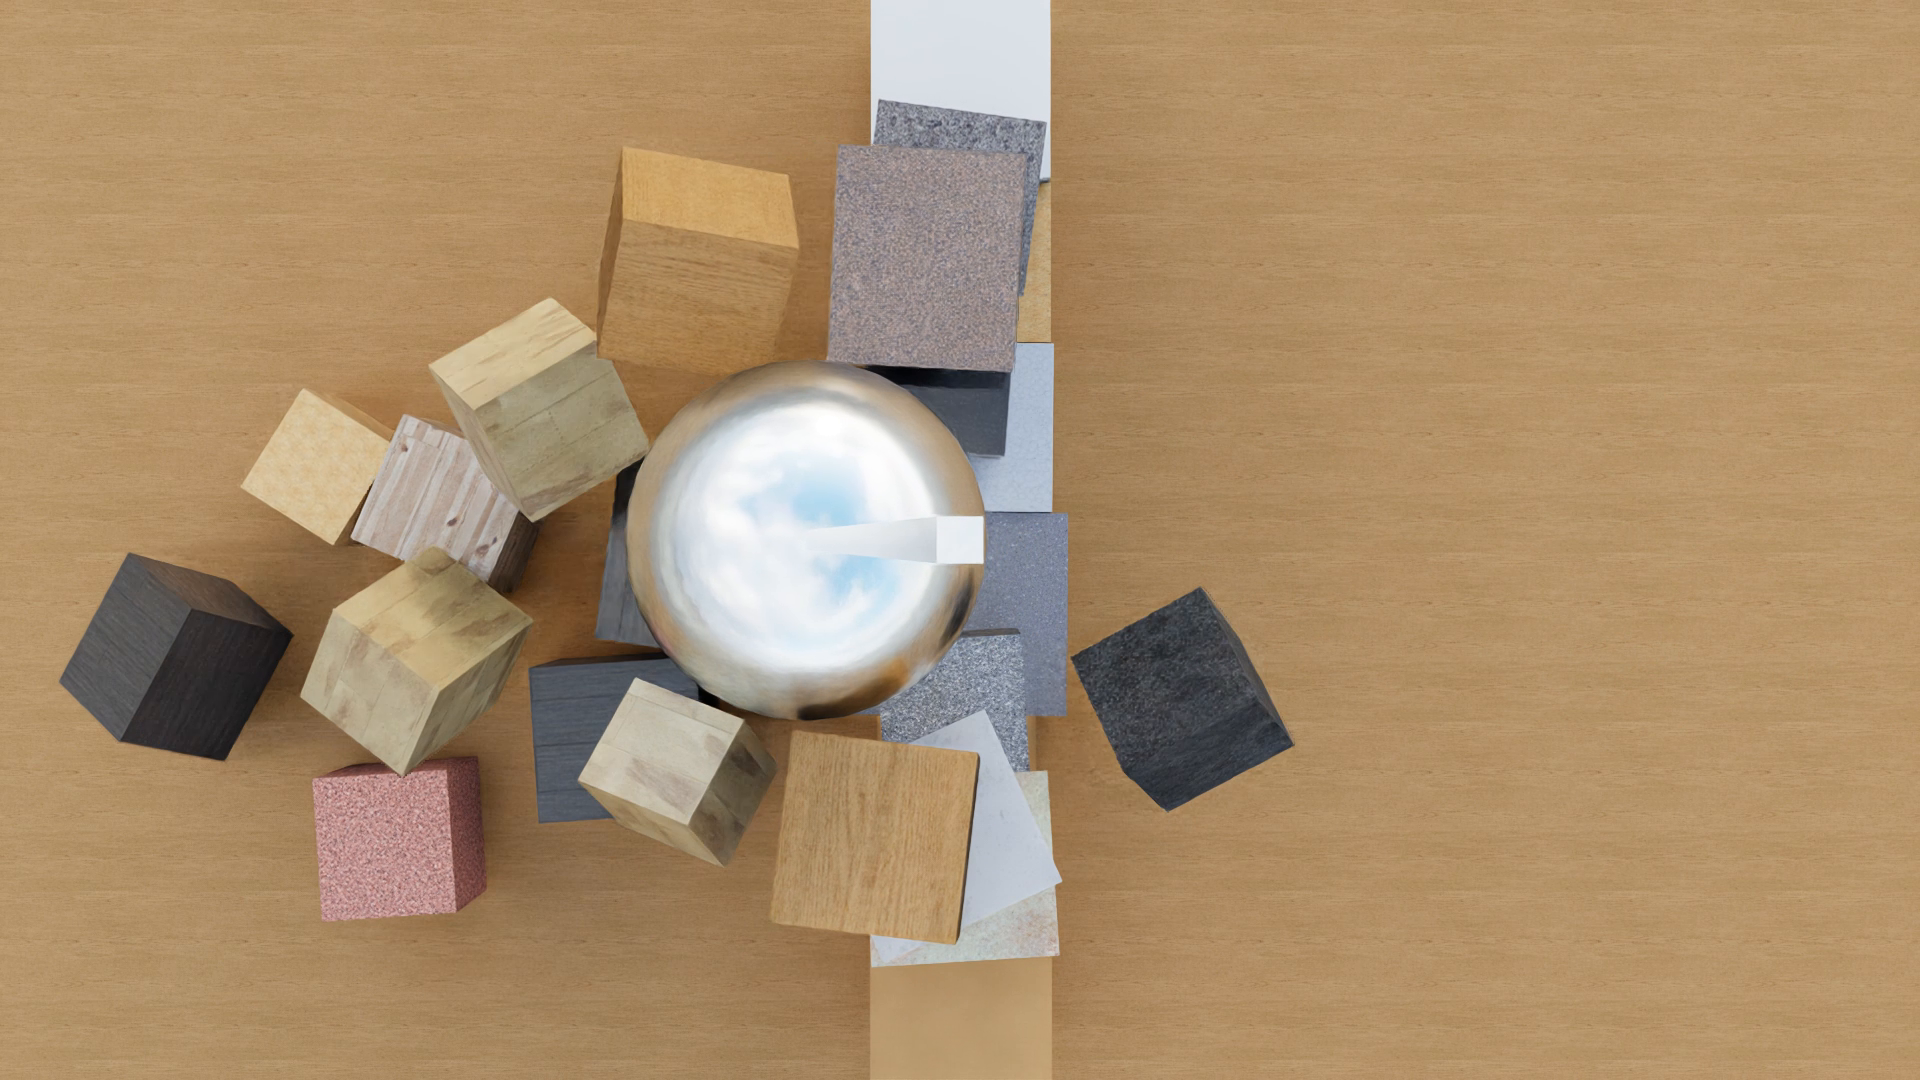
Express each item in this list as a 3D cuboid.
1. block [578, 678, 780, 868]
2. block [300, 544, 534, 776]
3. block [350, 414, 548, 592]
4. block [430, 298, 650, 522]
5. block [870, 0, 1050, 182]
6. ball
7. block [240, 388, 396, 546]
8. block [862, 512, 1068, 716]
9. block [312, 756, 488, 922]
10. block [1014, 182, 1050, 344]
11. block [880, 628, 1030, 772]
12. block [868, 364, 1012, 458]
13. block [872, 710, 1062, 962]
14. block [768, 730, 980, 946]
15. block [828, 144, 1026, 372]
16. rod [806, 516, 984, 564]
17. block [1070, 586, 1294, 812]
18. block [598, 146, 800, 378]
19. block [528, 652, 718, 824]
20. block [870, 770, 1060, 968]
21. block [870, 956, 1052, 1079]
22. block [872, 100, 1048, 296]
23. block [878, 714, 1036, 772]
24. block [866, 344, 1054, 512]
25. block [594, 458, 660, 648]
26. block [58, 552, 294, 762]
[{"bbox_3d":[-1.260,1.054,9.924,0.581,0.551,0.529,19,68,22],"label":"block"},{"bbox_3d":[-2.907,0.633,11.799,0.709,0.842,0.671,36,125,7],"label":"block"},{"bbox_3d":[-2.849,-0.198,12.556,0.792,0.888,0.746,23,90,0],"label":"block"},{"bbox_3d":[-2.226,-0.698,11.693,0.751,0.688,0.746,-33,127,-17],"label":"block"},{"bbox_3d":[0.004,-2.475,12.513,0.981,0.974,0.980,0,90,0],"label":"block"},{"bbox_3d":[-0.675,0.000,9.720,1.600,1.600,1.600,0,90,0],"label":"ball"},{"bbox_3d":[-3.589,-0.408,12.650,0.615,0.693,0.656,32,90,1],"label":"block"},{"bbox_3d":[0.014,0.405,12.537,1.155,0.926,1.113,0,90,0],"label":"block"},{"bbox_3d":[-3.195,1.697,12.602,0.748,0.797,0.794,-4,90,0],"label":"block"},{"bbox_3d":[0.004,-1.534,12.575,0.996,0.849,0.880,0,90,0],"label":"block"},{"bbox_3d":[-0.036,0.853,11.644,0.742,0.860,0.702,-4,90,0],"label":"block"},{"bbox_3d":[-0.111,-0.875,11.647,0.736,0.810,0.822,4,91,-1],"label":"block"},{"bbox_3d":[-0.106,1.430,10.659,0.904,0.976,0.871,-24,83,-2],"label":"block"},{"bbox_3d":[-0.359,1.321,9.778,0.801,0.811,0.818,7,83,2],"label":"block"},{"bbox_3d":[-0.167,-1.361,10.791,0.881,0.816,1.024,3,95,-1],"label":"block"},{"bbox_3d":[-0.293,0.000,6.341,0.080,5.200,0.080,0,90,-6],"label":"rod"},{"bbox_3d":[1.099,0.796,10.812,0.722,0.760,0.653,-29,61,9],"label":"block"},{"bbox_3d":[-1.290,-1.340,10.695,0.825,0.798,0.744,8,123,-14],"label":"block"},{"bbox_3d":[-1.880,1.098,12.529,0.921,0.942,0.854,-4,90,0],"label":"block"},{"bbox_3d":[0.000,1.730,11.607,0.948,0.964,0.928,-3,82,-1],"label":"block"},{"bbox_3d":[0.006,2.411,12.538,0.998,0.925,1.113,0,90,0],"label":"block"},{"bbox_3d":[-0.044,-1.793,11.613,0.862,0.868,0.885,8,97,-1],"label":"block"},{"bbox_3d":[-0.019,1.407,12.591,0.880,0.819,0.868,0,90,0],"label":"block"},{"bbox_3d":[-0.002,-0.621,12.527,1.024,0.946,0.924,1,90,0],"label":"block"},{"bbox_3d":[-1.305,0.117,12.439,1.127,0.940,1.034,8,90,10],"label":"block"},{"bbox_3d":[-4.443,0.671,12.479,0.691,0.733,0.840,32,94,34],"label":"block"}]
